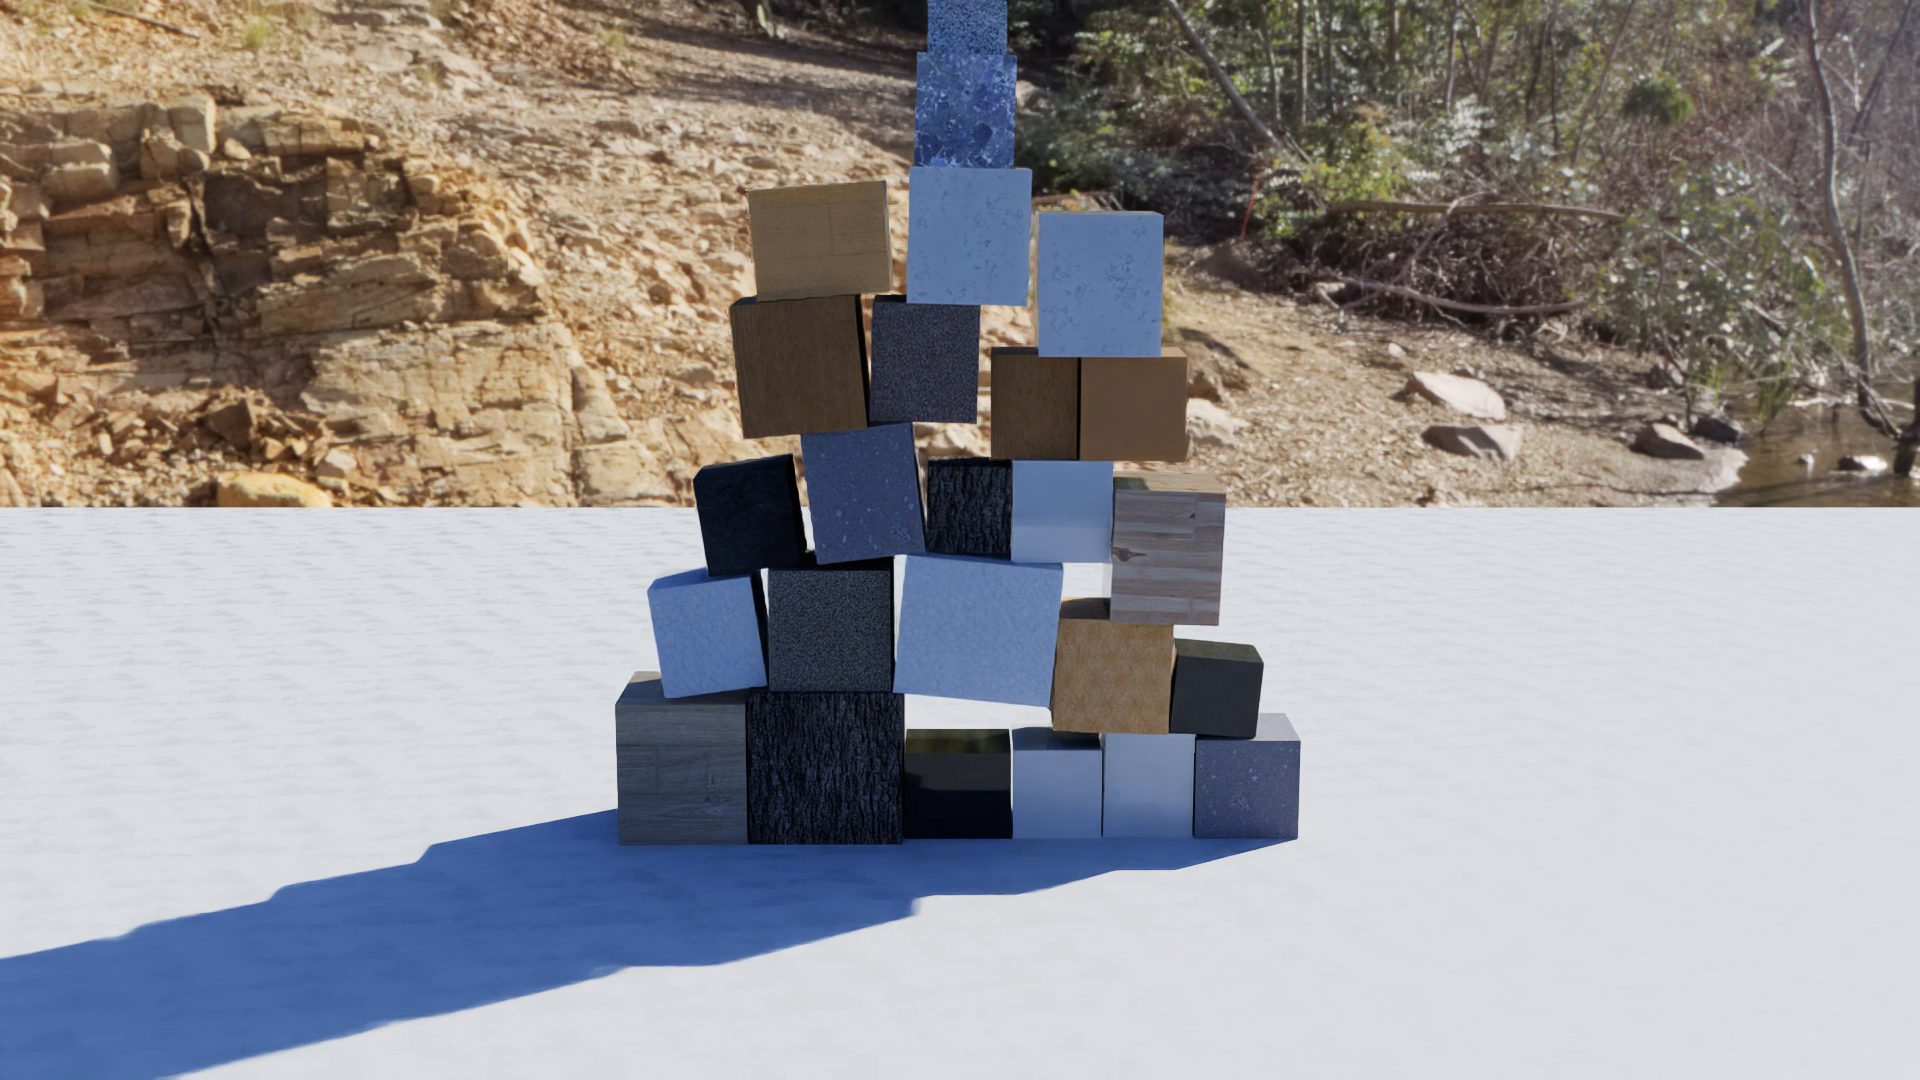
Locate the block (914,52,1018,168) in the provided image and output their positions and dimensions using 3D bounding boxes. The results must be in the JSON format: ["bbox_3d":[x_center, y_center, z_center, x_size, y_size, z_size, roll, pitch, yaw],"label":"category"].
[{"bbox_3d":[0.027,-2.105,10.797,0.477,0.535,0.513,2,10,0],"label":"block"}]

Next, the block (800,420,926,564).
[{"bbox_3d":[-0.477,-0.279,11.110,0.541,0.651,0.590,-7,10,1],"label":"block"}]

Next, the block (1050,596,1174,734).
[{"bbox_3d":[0.770,0.638,11.312,0.581,0.582,0.544,2,10,0],"label":"block"}]

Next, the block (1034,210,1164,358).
[{"bbox_3d":[0.680,-1.285,10.960,0.597,0.687,0.650,0,10,0],"label":"block"}]

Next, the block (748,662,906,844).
[{"bbox_3d":[-0.677,1.090,11.382,0.771,0.782,0.703,0,10,0],"label":"block"}]

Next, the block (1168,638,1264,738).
[{"bbox_3d":[1.297,0.757,11.300,0.435,0.394,0.413,5,10,-1],"label":"block"}]

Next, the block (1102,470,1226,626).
[{"bbox_3d":[1.027,0.032,11.190,0.545,0.671,0.646,2,10,0],"label":"block"}]

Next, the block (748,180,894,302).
[{"bbox_3d":[-0.679,-1.491,10.897,0.646,0.527,0.578,-4,10,1],"label":"block"}]

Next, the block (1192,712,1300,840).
[{"bbox_3d":[1.458,1.219,11.417,0.527,0.517,0.550,0,10,0],"label":"block"}]

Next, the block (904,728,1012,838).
[{"bbox_3d":[-0.011,1.258,11.391,0.540,0.450,0.476,0,10,0],"label":"block"}]

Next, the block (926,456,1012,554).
[{"bbox_3d":[0.047,-0.182,11.132,0.425,0.433,0.379,1,10,0],"label":"block"}]

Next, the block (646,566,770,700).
[{"bbox_3d":[-1.265,0.448,11.253,0.520,0.562,0.494,-8,10,1],"label":"block"}]

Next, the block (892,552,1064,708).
[{"bbox_3d":[0.090,0.397,11.253,0.785,0.701,0.671,6,10,-1],"label":"block"}]

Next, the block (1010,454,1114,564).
[{"bbox_3d":[0.508,-0.184,11.155,0.497,0.514,0.517,1,10,0],"label":"block"}]

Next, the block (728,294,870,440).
[{"bbox_3d":[-0.783,-0.897,11.005,0.608,0.651,0.677,-5,10,1],"label":"block"}]

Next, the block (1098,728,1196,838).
[{"bbox_3d":[0.961,1.201,11.418,0.455,0.545,0.504,1,10,0],"label":"block"}]

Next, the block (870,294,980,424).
[{"bbox_3d":[-0.172,-0.913,11.002,0.526,0.581,0.568,2,10,0],"label":"block"}]

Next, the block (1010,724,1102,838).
[{"bbox_3d":[0.494,1.246,11.417,0.450,0.464,0.519,0,10,0],"label":"block"}]

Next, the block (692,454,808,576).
[{"bbox_3d":[-1.059,-0.132,11.167,0.467,0.495,0.466,-8,10,1],"label":"block"}]

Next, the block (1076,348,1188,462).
[{"bbox_3d":[0.852,-0.687,11.050,0.519,0.519,0.484,0,10,0],"label":"block"}]

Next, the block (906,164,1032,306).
[{"bbox_3d":[0.041,-1.520,10.921,0.587,0.654,0.633,2,10,-1],"label":"block"}]

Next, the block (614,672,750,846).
[{"bbox_3d":[-1.397,1.117,11.375,0.649,0.731,0.703,0,10,0],"label":"block"}]

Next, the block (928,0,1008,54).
[{"bbox_3d":[0.037,-2.563,10.711,0.380,0.380,0.363,0,10,0],"label":"block"}]

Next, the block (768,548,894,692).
[{"bbox_3d":[-0.651,0.402,11.261,0.610,0.615,0.598,0,10,0],"label":"block"}]

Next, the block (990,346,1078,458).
[{"bbox_3d":[0.367,-0.694,11.065,0.423,0.516,0.412,0,10,0],"label":"block"}]
